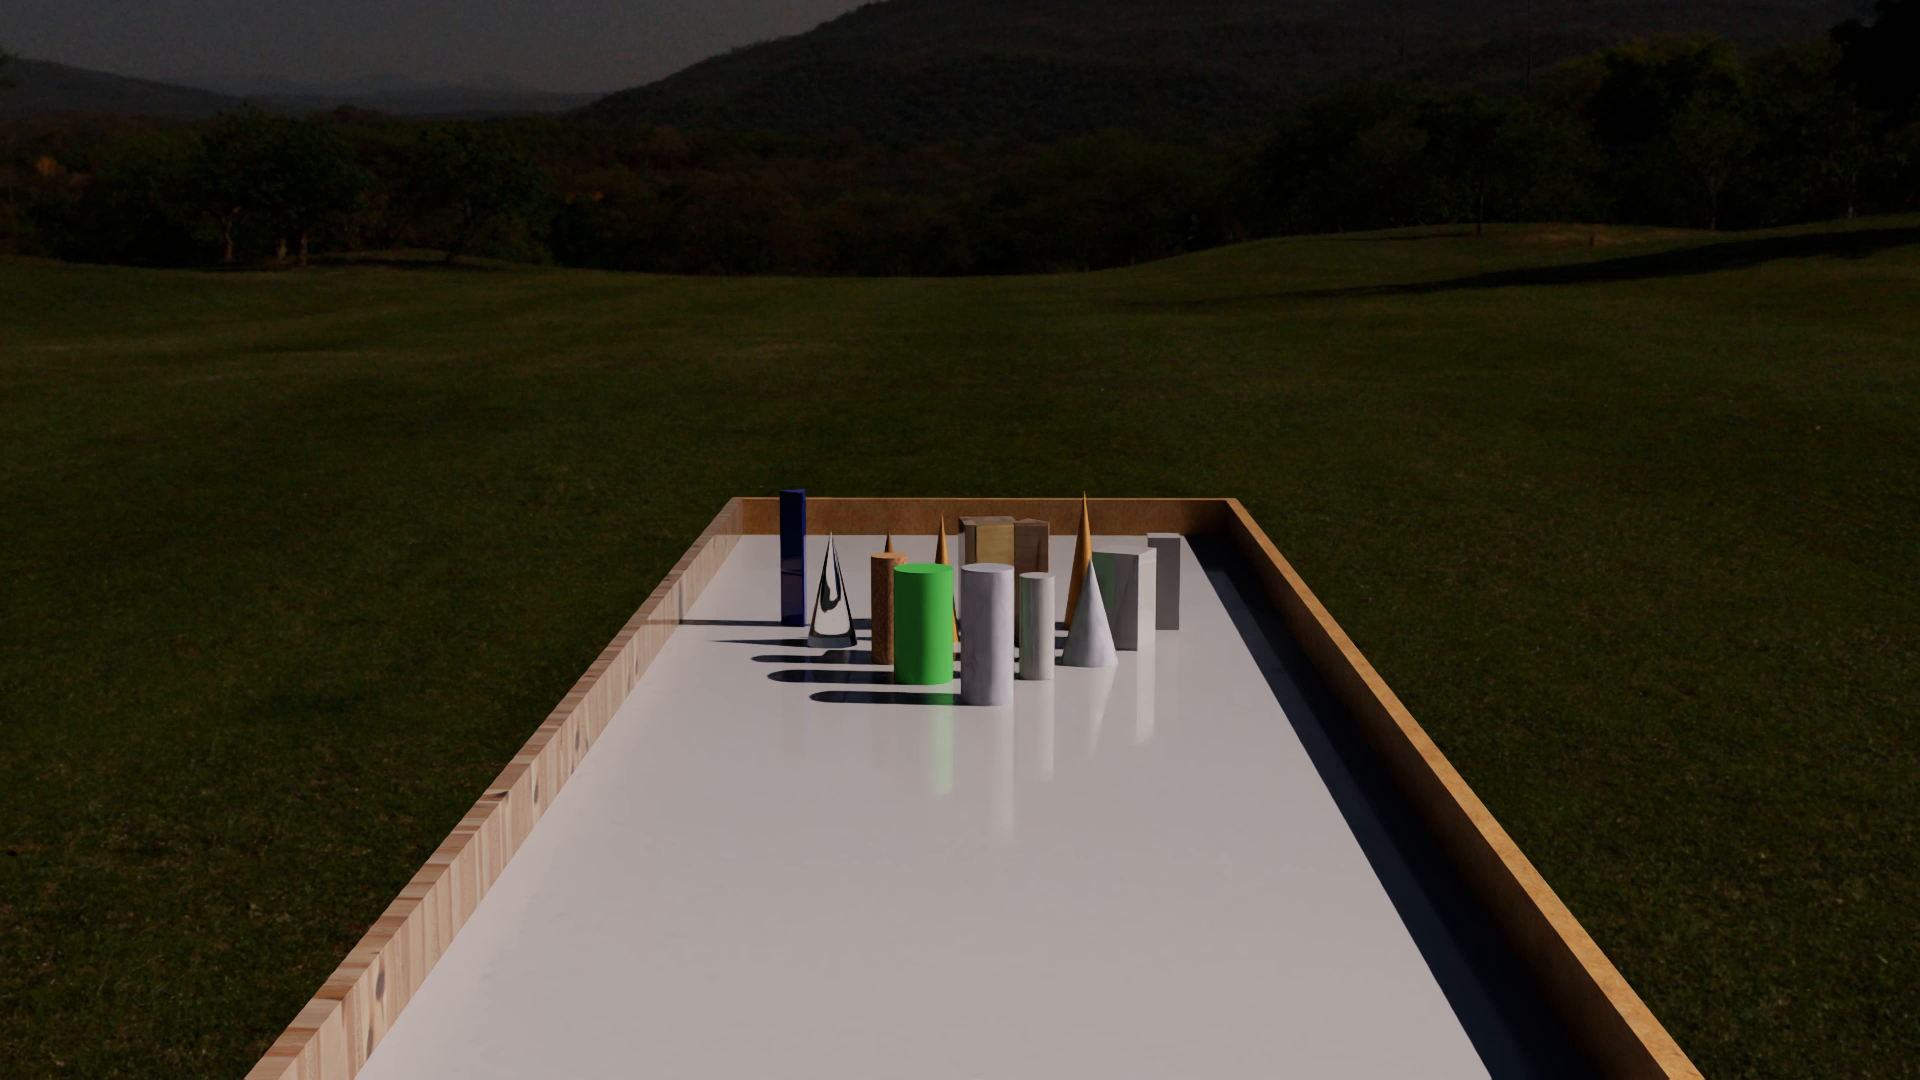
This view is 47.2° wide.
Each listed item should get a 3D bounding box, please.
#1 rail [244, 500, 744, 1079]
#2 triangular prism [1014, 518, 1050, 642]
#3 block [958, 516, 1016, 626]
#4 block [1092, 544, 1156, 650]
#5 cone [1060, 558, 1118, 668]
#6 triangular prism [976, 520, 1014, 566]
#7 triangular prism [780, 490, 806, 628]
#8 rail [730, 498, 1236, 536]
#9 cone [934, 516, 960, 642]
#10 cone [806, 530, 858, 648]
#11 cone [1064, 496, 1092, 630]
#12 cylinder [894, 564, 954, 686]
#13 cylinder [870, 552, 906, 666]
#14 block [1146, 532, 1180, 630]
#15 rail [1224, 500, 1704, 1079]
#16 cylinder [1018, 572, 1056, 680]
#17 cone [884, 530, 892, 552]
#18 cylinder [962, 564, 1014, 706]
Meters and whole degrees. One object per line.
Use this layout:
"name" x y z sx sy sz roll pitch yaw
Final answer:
"rail" -1.004 0.839 3.234 0.050 0.150 12.000 0 9 1
"triangular prism" 0.220 0.128 6.978 0.111 0.384 0.096 -1 9 -5
"block" 0.094 0.109 7.200 0.178 0.350 0.178 -1 9 -7
"block" 0.515 0.179 6.913 0.156 0.302 0.156 4 10 25
"cone" 0.394 0.209 6.655 0.176 0.324 0.176 0 9 0
"triangular prism" 0.086 0.151 6.721 0.126 0.417 0.109 -3 10 -21
"triangular prism" -0.530 0.057 7.228 0.091 0.445 0.079 5 10 31
"rail" 0.099 -0.098 9.147 2.100 0.150 0.050 0 9 1
"cone" -0.058 0.113 6.963 0.113 0.417 0.113 0 9 0
"cone" -0.404 0.148 6.918 0.161 0.362 0.161 0 9 0
"cone" 0.403 0.062 7.163 0.129 0.455 0.129 0 9 0
"cylinder" -0.107 0.244 6.418 0.174 0.329 0.174 0 9 0
"cylinder" -0.214 0.208 6.658 0.108 0.326 0.108 0 9 0
"block" 0.663 0.135 7.188 0.105 0.304 0.105 0 9 2
"rail" 1.046 0.843 3.208 0.050 0.150 12.000 0 9 1
"cylinder" 0.226 0.253 6.447 0.105 0.303 0.105 0 9 0
"cone" -0.233 0.122 7.190 0.118 0.328 0.118 0 9 0
"cylinder" 0.077 0.263 6.142 0.149 0.378 0.149 0 9 0
